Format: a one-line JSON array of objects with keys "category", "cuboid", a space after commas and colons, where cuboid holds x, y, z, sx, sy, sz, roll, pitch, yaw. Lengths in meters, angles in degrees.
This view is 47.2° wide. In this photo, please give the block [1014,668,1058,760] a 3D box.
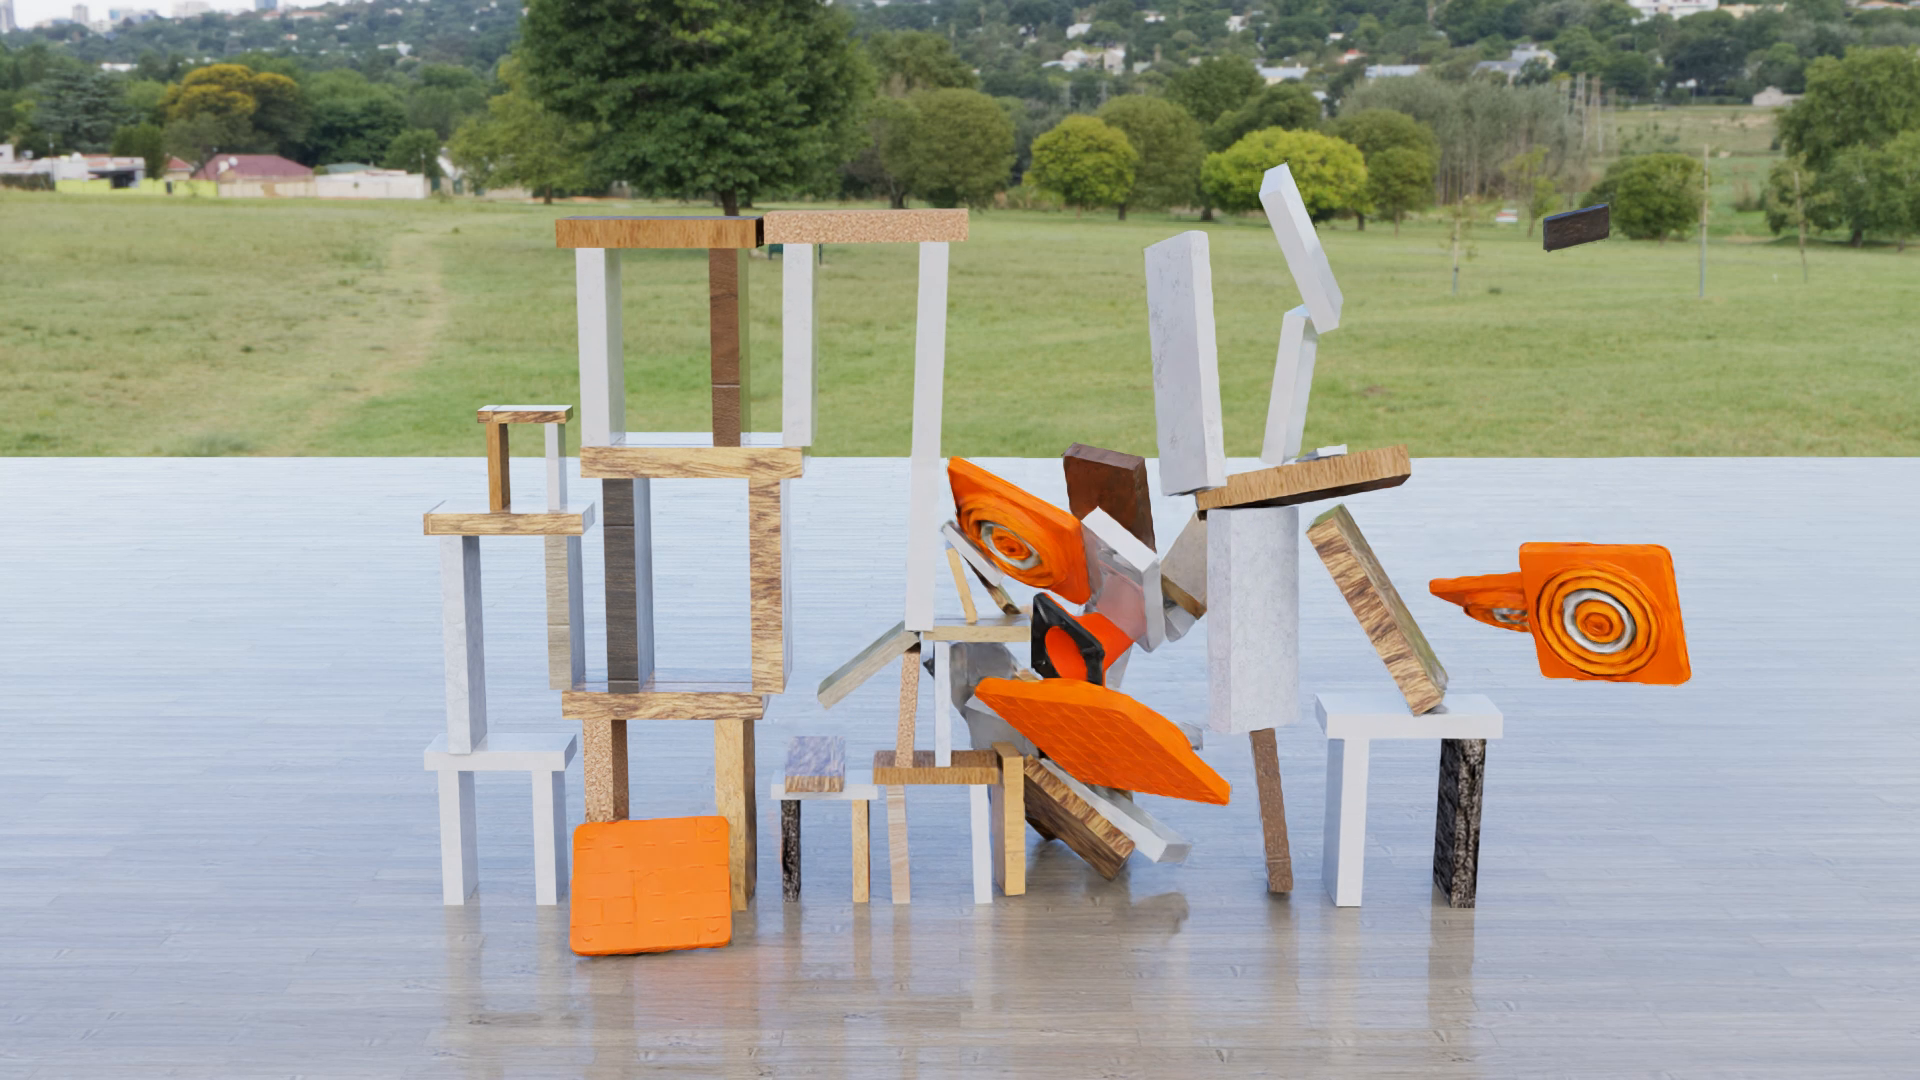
[{"category": "block", "cuboid": [0.130, 0.318, 3.810, 0.025, 0.175, 0.087, -22, 39, -30]}]

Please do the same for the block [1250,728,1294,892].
[{"category": "block", "cuboid": [0.518, 0.443, 3.669, 0.038, 0.267, 0.134, -7, 0, 5]}]

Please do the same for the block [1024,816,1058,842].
[{"category": "block", "cuboid": [0.131, 0.474, 3.904, 0.070, 0.140, 0.020, -33, 15, 53]}]

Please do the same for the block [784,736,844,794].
[{"category": "block", "cuboid": [-0.240, 0.373, 3.660, 0.095, 0.027, 0.223, 0, 12, -3]}]

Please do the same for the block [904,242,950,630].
[{"category": "block", "cuboid": [-0.055, -0.172, 3.528, 0.045, 0.614, 0.158, 2, 10, -2]}]

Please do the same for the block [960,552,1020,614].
[{"category": "block", "cuboid": [0.051, 0.071, 3.654, 0.018, 0.127, 0.063, -38, -26, 6]}]

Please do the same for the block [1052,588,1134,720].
[{"category": "block", "cuboid": [0.246, 0.197, 3.923, 0.111, 0.222, 0.031, 23, -16, -18]}]

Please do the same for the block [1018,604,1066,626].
[{"category": "block", "cuboid": [0.148, 0.142, 4.174, 0.101, 0.014, 0.050, 8, 24, 41]}]

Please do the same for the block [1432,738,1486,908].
[{"category": "block", "cuboid": [0.827, 0.449, 3.646, 0.040, 0.283, 0.141, 1, 10, 0]}]

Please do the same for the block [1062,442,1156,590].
[{"category": "block", "cuboid": [0.248, -0.025, 3.574, 0.132, 0.265, 0.037, 14, 41, 32]}]

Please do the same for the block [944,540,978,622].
[{"category": "block", "cuboid": [0.001, 0.066, 3.575, 0.018, 0.127, 0.063, -17, 14, 1]}]

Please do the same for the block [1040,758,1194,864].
[{"category": "block", "cuboid": [0.260, 0.460, 3.745, 0.267, 0.038, 0.134, 33, 6, 25]}]

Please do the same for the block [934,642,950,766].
[{"category": "block", "cuboid": [-0.029, 0.258, 3.608, 0.025, 0.210, 0.087, -1, 11, -1]}]

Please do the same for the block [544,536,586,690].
[{"category": "block", "cuboid": [-0.641, 0.105, 3.575, 0.036, 0.252, 0.126, 0, 11, 1]}]

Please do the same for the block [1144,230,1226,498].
[{"category": "block", "cuboid": [0.354, -0.276, 3.473, 0.035, 0.403, 0.123, 0, -7, -31]}]

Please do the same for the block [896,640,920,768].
[{"category": "block", "cuboid": [-0.085, 0.268, 3.605, 0.027, 0.191, 0.095, 4, 11, -1]}]

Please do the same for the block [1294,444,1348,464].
[{"category": "block", "cuboid": [0.587, -0.135, 3.581, 0.050, 0.014, 0.101, -8, -7, -14]}]

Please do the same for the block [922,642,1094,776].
[{"category": "block", "cuboid": [0.097, 0.324, 3.943, 0.132, 0.398, 0.037, -31, 23, 13]}]

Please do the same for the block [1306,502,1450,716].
[{"category": "block", "cuboid": [0.688, 0.110, 3.611, 0.049, 0.345, 0.172, -31, 0, 18]}]

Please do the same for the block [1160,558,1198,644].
[{"category": "block", "cuboid": [0.398, 0.072, 3.892, 0.031, 0.111, 0.222, -29, 13, 45]}]

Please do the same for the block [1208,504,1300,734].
[{"category": "block", "cuboid": [0.482, 0.127, 3.608, 0.172, 0.362, 0.049, -4, 5, -42]}]

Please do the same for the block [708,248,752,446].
[{"category": "block", "cuboid": [-0.365, -0.312, 3.495, 0.044, 0.309, 0.154, 0, 11, 1]}]

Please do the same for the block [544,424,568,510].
[{"category": "block", "cuboid": [-0.649, -0.123, 3.538, 0.020, 0.140, 0.070, 0, 11, 0]}]

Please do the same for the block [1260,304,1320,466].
[{"category": "block", "cuboid": [0.540, -0.253, 3.577, 0.035, 0.246, 0.123, 13, 17, 20]}]

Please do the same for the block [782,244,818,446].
[{"category": "block", "cuboid": [-0.253, -0.316, 3.499, 0.045, 0.315, 0.158, 1, 11, 0]}]

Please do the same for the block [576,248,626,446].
[{"category": "block", "cuboid": [-0.570, -0.313, 3.497, 0.044, 0.309, 0.154, 0, 11, 1]}]

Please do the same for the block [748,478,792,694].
[{"category": "block", "cuboid": [-0.305, 0.059, 3.561, 0.049, 0.347, 0.174, 0, 11, 1]}]

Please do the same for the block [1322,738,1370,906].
[{"category": "block", "cuboid": [0.638, 0.449, 3.646, 0.040, 0.283, 0.141, 1, 10, -1]}]

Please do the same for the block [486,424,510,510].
[{"category": "block", "cuboid": [-0.742, -0.123, 3.538, 0.020, 0.140, 0.070, 0, 11, 0]}]

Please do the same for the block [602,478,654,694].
[{"category": "block", "cuboid": [-0.537, 0.058, 3.567, 0.049, 0.347, 0.174, 0, 11, 1]}]

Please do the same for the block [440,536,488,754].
[{"category": "block", "cuboid": [-0.809, 0.158, 3.584, 0.036, 0.359, 0.126, 0, 11, 0]}]
